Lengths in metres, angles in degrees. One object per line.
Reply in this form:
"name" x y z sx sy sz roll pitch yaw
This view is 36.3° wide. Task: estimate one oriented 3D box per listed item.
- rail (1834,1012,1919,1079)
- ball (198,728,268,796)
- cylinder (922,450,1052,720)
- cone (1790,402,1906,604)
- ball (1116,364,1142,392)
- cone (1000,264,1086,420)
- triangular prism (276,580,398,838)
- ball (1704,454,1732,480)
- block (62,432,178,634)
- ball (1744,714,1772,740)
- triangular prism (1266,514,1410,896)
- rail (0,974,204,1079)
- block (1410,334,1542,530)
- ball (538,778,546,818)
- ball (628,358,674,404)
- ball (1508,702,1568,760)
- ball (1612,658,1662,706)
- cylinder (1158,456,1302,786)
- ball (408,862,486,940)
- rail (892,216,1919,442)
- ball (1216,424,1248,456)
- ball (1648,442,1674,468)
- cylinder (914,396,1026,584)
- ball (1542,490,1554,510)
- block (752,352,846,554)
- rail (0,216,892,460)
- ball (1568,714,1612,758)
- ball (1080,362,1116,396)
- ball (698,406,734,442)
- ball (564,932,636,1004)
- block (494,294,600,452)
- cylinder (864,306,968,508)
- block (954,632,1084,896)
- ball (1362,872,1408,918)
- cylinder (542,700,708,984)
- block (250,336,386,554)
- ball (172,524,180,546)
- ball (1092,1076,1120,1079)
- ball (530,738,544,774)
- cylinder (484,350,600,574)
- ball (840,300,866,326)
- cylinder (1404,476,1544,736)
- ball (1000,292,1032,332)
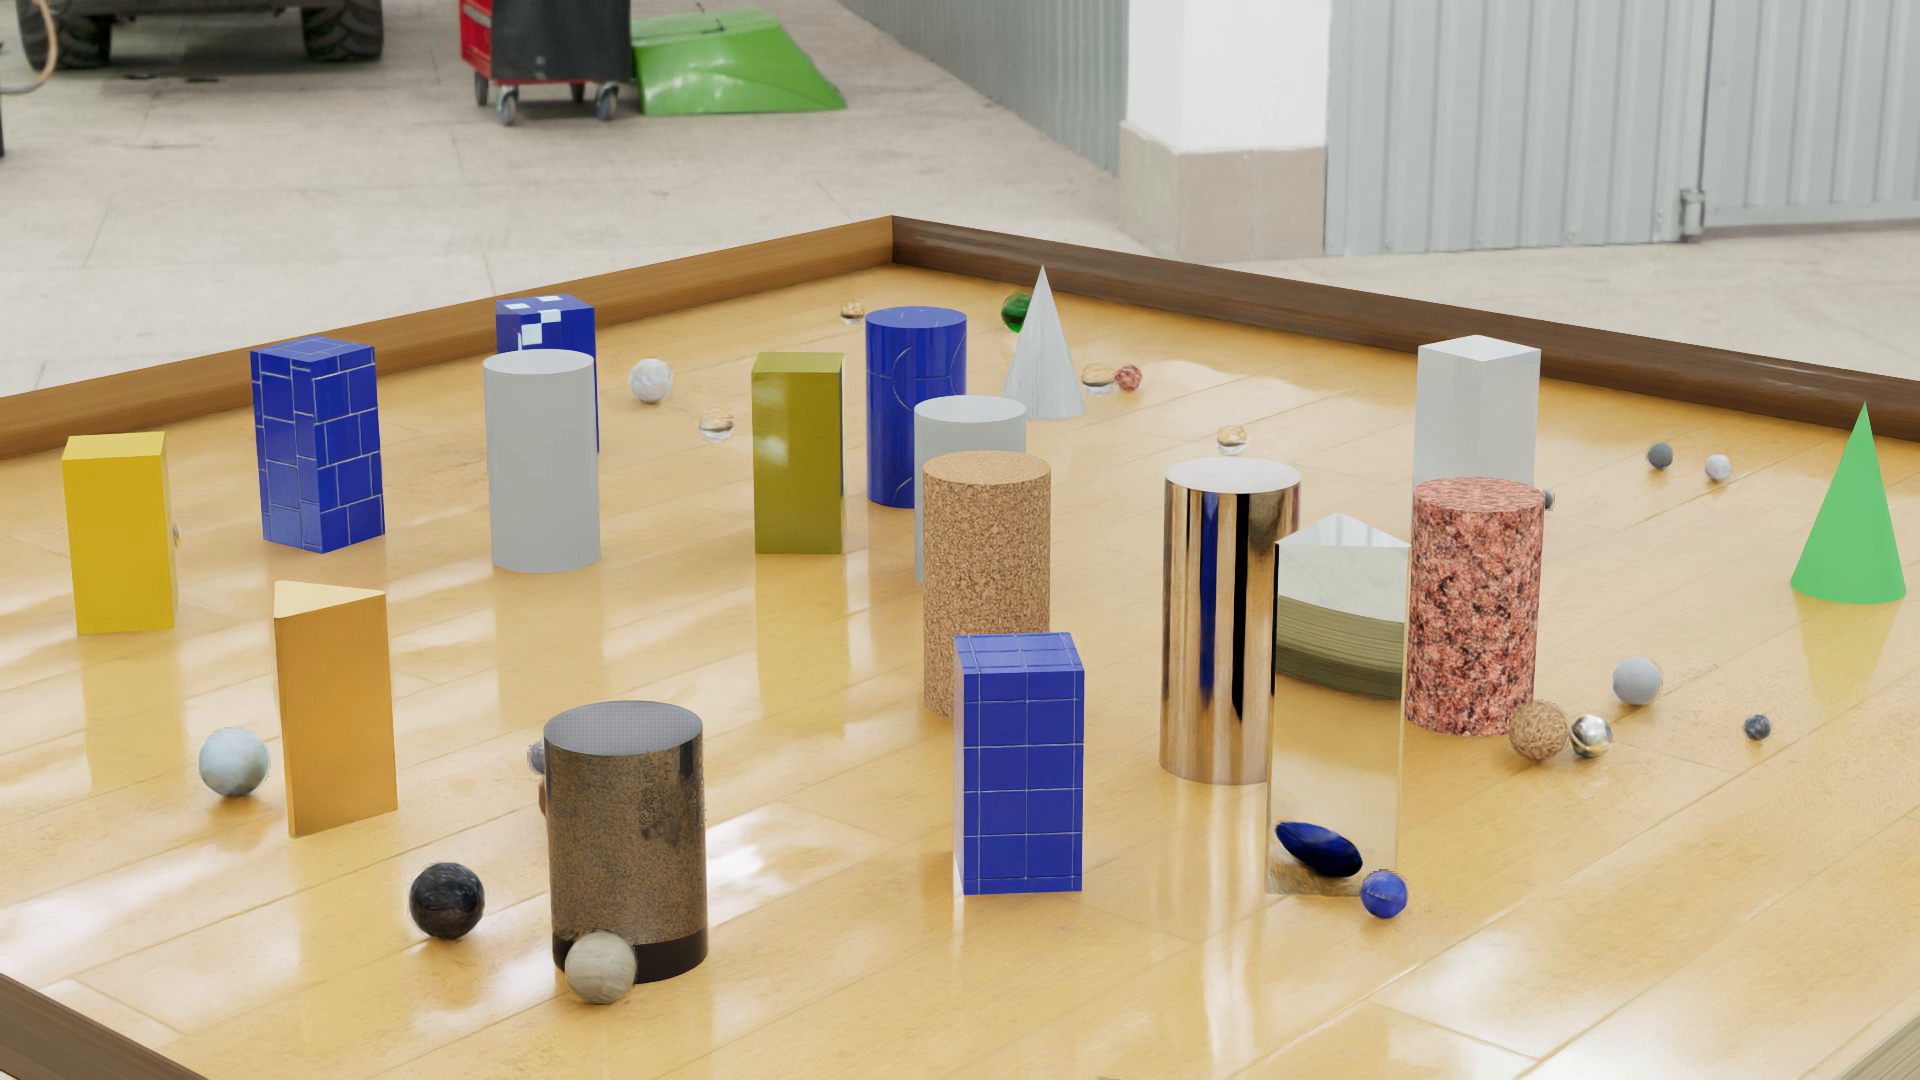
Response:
"rail" 1.542 0.418 3.838 0.045 0.128 4.196 14 22 39
"ball" -1.046 0.320 4.219 0.099 0.099 0.099 0 17 0
"cylinder" 0.041 0.071 4.556 0.197 0.382 0.197 0 17 0
"cone" 1.568 -0.079 5.129 0.197 0.338 0.197 0 17 0
"ball" 0.377 -0.362 6.550 0.060 0.060 0.060 0 17 0
"cone" 0.178 -0.441 6.359 0.197 0.322 0.197 0 17 0
"triangular prism" -0.914 0.228 4.135 0.171 0.323 0.148 -14 22 -40
"ball" 1.511 -0.146 5.847 0.051 0.051 0.051 0 17 0
"block" -1.421 -0.014 4.971 0.158 0.303 0.158 -3 17 -11
"ball" 1.208 0.283 4.443 0.040 0.040 0.040 0 17 0
"triangular prism" 0.496 0.217 3.891 0.171 0.485 0.148 1 17 4
"rail" -1.360 0.484 3.620 4.132 0.128 0.045 14 22 39
"block" 0.958 -0.185 5.454 0.158 0.353 0.158 -13 21 -36
"ball" -0.543 0.358 4.101 0.094 0.094 0.094 0 17 0
"ball" -0.679 -0.350 6.443 0.099 0.099 0.099 0 17 0
"ball" 0.859 0.284 4.358 0.088 0.088 0.088 0 17 0
"ball" 1.058 0.221 4.588 0.076 0.076 0.076 0 17 0
"cylinder" 0.394 0.117 4.297 0.197 0.442 0.197 0 17 0
"ball" -0.656 0.461 3.751 0.098 0.098 0.098 0 17 0
"rail" 1.360 -0.420 6.619 4.132 0.128 0.045 14 22 39
"ball" 0.559 -0.206 6.023 0.065 0.065 0.065 0 17 0
"ball" 1.417 -0.171 5.931 0.052 0.052 0.052 0 17 0
"cylinder" 0.018 -0.084 5.199 0.197 0.307 0.197 0 17 0
"ball" 1.119 -0.076 5.633 0.041 0.041 0.041 0 17 0
"block" -0.294 -0.161 5.393 0.158 0.342 0.158 0 17 2
"rail" -1.542 -0.354 6.402 0.045 0.128 4.196 14 22 39
"ball" 0.939 0.293 4.368 0.065 0.065 0.065 0 17 0
"ball" 0.306 -0.357 6.506 0.076 0.076 0.076 0 17 0
"ball" -0.509 -0.242 6.126 0.075 0.075 0.075 0 17 0
"ball" -0.438 0.521 3.573 0.087 0.087 0.087 0 17 0
"block" -0.850 -0.337 6.042 0.158 0.305 0.158 -8 19 -26
"cylinder" -0.085 -0.259 5.695 0.197 0.356 0.197 0 17 0
"block" 0.077 0.298 3.926 0.158 0.310 0.158 -1 17 -5
"ball" 0.553 0.462 3.814 0.061 0.061 0.061 0 17 0
"cylinder" -0.418 0.377 3.677 0.197 0.302 0.197 0 17 0
"block" -1.186 -0.178 5.419 0.158 0.360 0.158 11 20 33
"ball" -1.460 -0.006 5.384 0.052 0.052 0.052 0 17 0
"ball" 0.159 0.632 3.196 0.093 0.093 0.093 0 17 0
"ball" -0.605 0.318 4.305 0.054 0.054 0.054 0 17 0
"cylinder" -0.754 -0.144 5.296 0.197 0.366 0.197 0 17 0
"ball" -0.263 -0.558 7.196 0.062 0.062 0.062 0 17 0
"cylinder" 0.788 0.101 4.501 0.197 0.356 0.197 0 17 0
"ball" 0.148 -0.552 7.115 0.097 0.097 0.097 0 17 0
